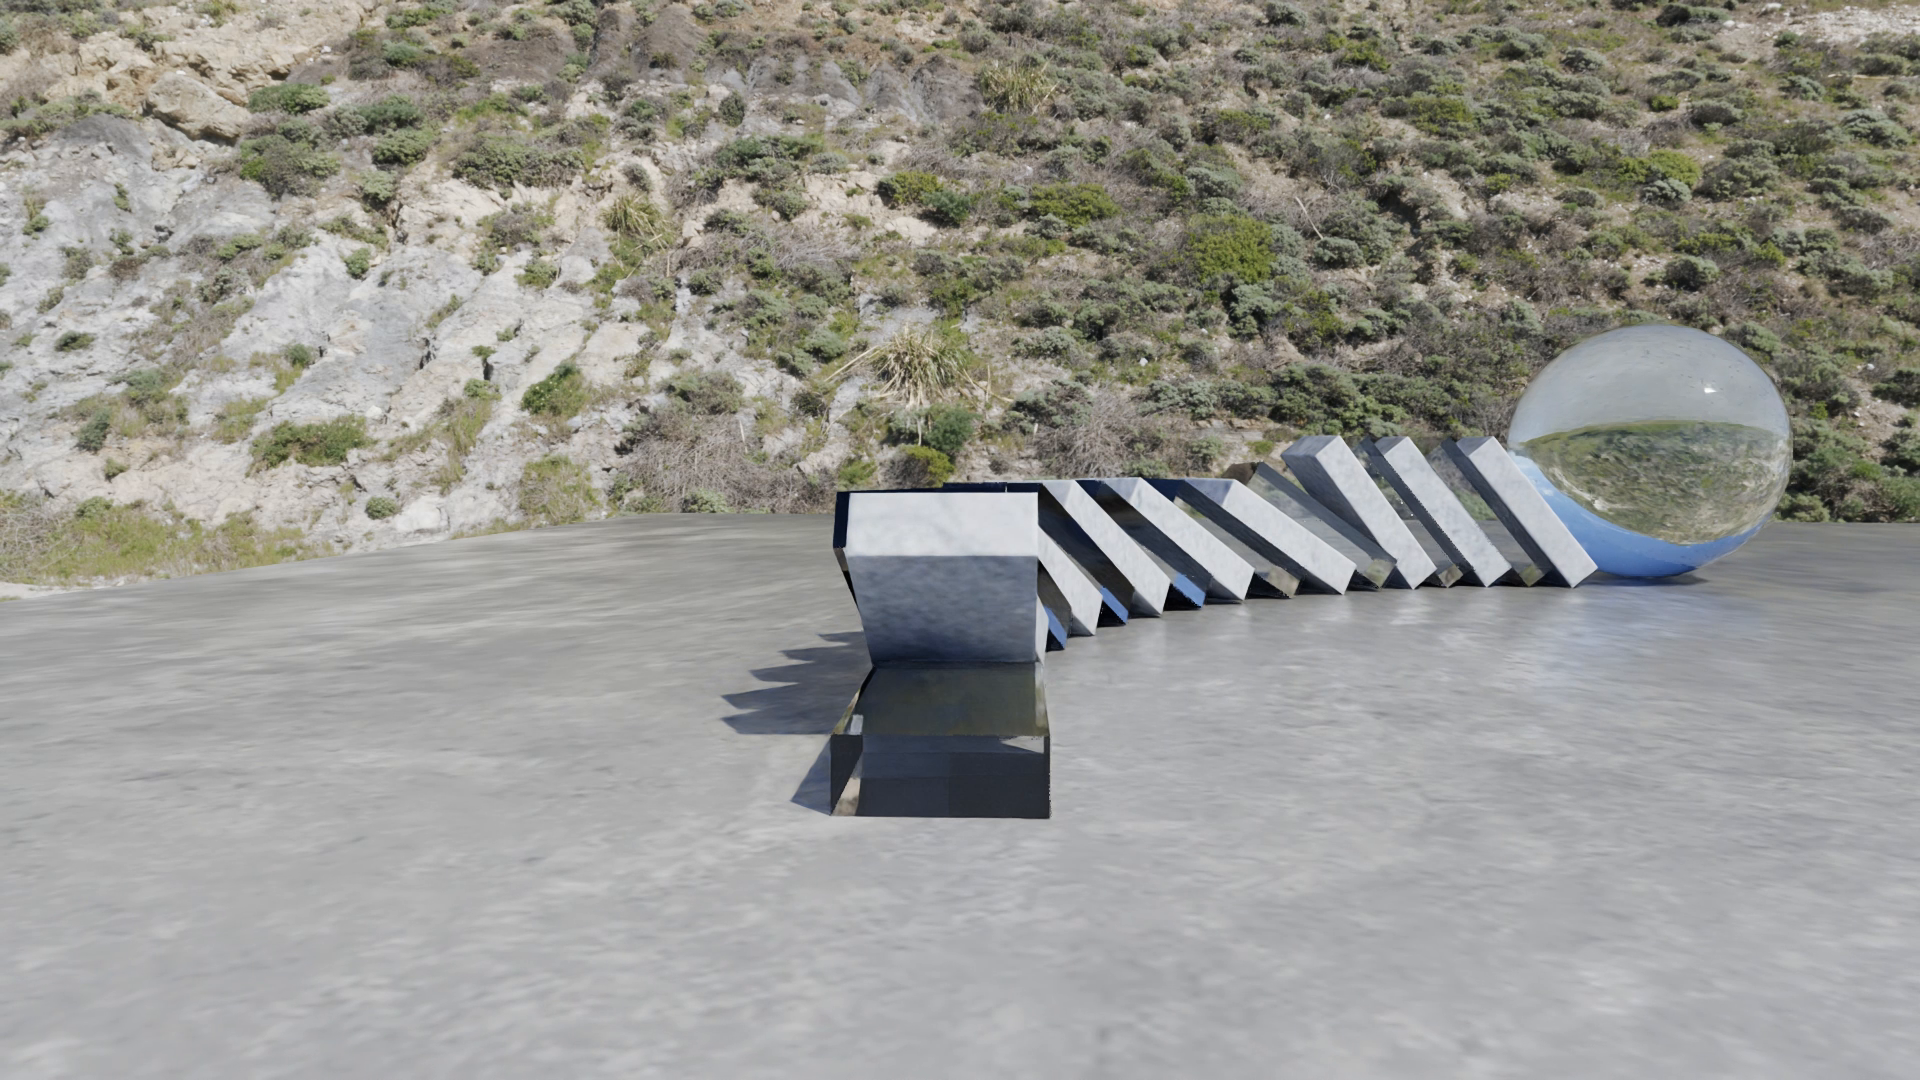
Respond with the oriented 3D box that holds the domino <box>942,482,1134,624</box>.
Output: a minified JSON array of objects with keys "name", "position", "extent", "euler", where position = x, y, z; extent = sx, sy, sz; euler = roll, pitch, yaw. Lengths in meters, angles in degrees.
[{"name":"domino","position":[0.018,0.004,0.291],"extent":[0.025,0.010,0.050],"euler":[2,-27,34]}]

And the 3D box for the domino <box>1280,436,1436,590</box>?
[{"name":"domino","position":[0.119,-0.009,0.384],"extent":[0.009,0.050,0.025],"euler":[-39,9,-4]}]

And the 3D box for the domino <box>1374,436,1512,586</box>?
[{"name":"domino","position":[0.145,-0.009,0.392],"extent":[0.010,0.050,0.025],"euler":[-39,2,4]}]

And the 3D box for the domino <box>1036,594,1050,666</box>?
[{"name":"domino","position":[-0.001,0.008,0.231],"extent":[0.025,0.009,0.050],"euler":[1,-26,16]}]

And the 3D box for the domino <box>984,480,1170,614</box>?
[{"name":"domino","position":[0.027,0.002,0.307],"extent":[0.025,0.009,0.050],"euler":[1,-27,38]}]

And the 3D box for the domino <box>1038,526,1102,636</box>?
[{"name":"domino","position":[0.009,0.006,0.273],"extent":[0.025,0.009,0.050],"euler":[3,-24,30]}]

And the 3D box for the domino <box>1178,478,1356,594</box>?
[{"name":"domino","position":[0.085,-0.001,0.364],"extent":[0.050,0.009,0.025],"euler":[31,-10,-25]}]

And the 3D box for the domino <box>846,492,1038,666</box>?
[{"name":"domino","position":[-0.001,0.010,0.190],"extent":[0.025,0.009,0.050],"euler":[0,-29,3]}]

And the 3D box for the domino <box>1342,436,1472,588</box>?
[{"name":"domino","position":[0.132,-0.009,0.391],"extent":[0.010,0.050,0.025],"euler":[-39,2,4]}]

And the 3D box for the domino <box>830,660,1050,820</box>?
[{"name":"domino","position":[-0.001,0.025,0.171],"extent":[0.025,0.009,0.050],"euler":[0,4,2]}]

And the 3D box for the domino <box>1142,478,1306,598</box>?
[{"name":"domino","position":[0.068,-0.001,0.353],"extent":[0.050,0.009,0.025],"euler":[32,-12,-27]}]

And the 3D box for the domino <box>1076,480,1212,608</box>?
[{"name":"domino","position":[0.039,0.001,0.324],"extent":[0.025,0.010,0.050],"euler":[3,-26,47]}]

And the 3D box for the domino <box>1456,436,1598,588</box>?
[{"name":"domino","position":[0.169,-0.009,0.390],"extent":[0.009,0.050,0.025],"euler":[-39,2,4]}]

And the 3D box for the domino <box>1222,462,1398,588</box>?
[{"name":"domino","position":[0.101,-0.005,0.378],"extent":[0.050,0.010,0.025],"euler":[35,-4,-8]}]

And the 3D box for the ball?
[{"name":"ball","position":[0.215,-0.028,0.404],"extent":[0.080,0.080,0.080],"euler":[0,4,0]}]

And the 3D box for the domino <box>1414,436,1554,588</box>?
[{"name":"domino","position":[0.157,-0.009,0.392],"extent":[0.010,0.050,0.025],"euler":[-39,2,4]}]

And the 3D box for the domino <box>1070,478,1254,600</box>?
[{"name":"domino","position":[0.052,0.000,0.338],"extent":[0.050,0.009,0.025],"euler":[34,-19,-34]}]

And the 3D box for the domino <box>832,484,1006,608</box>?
[{"name":"domino","position":[-0.003,0.009,0.207],"extent":[0.025,0.009,0.050],"euler":[-2,-29,6]}]

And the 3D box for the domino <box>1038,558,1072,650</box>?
[{"name":"domino","position":[0.003,0.007,0.252],"extent":[0.025,0.009,0.050],"euler":[2,-25,23]}]
